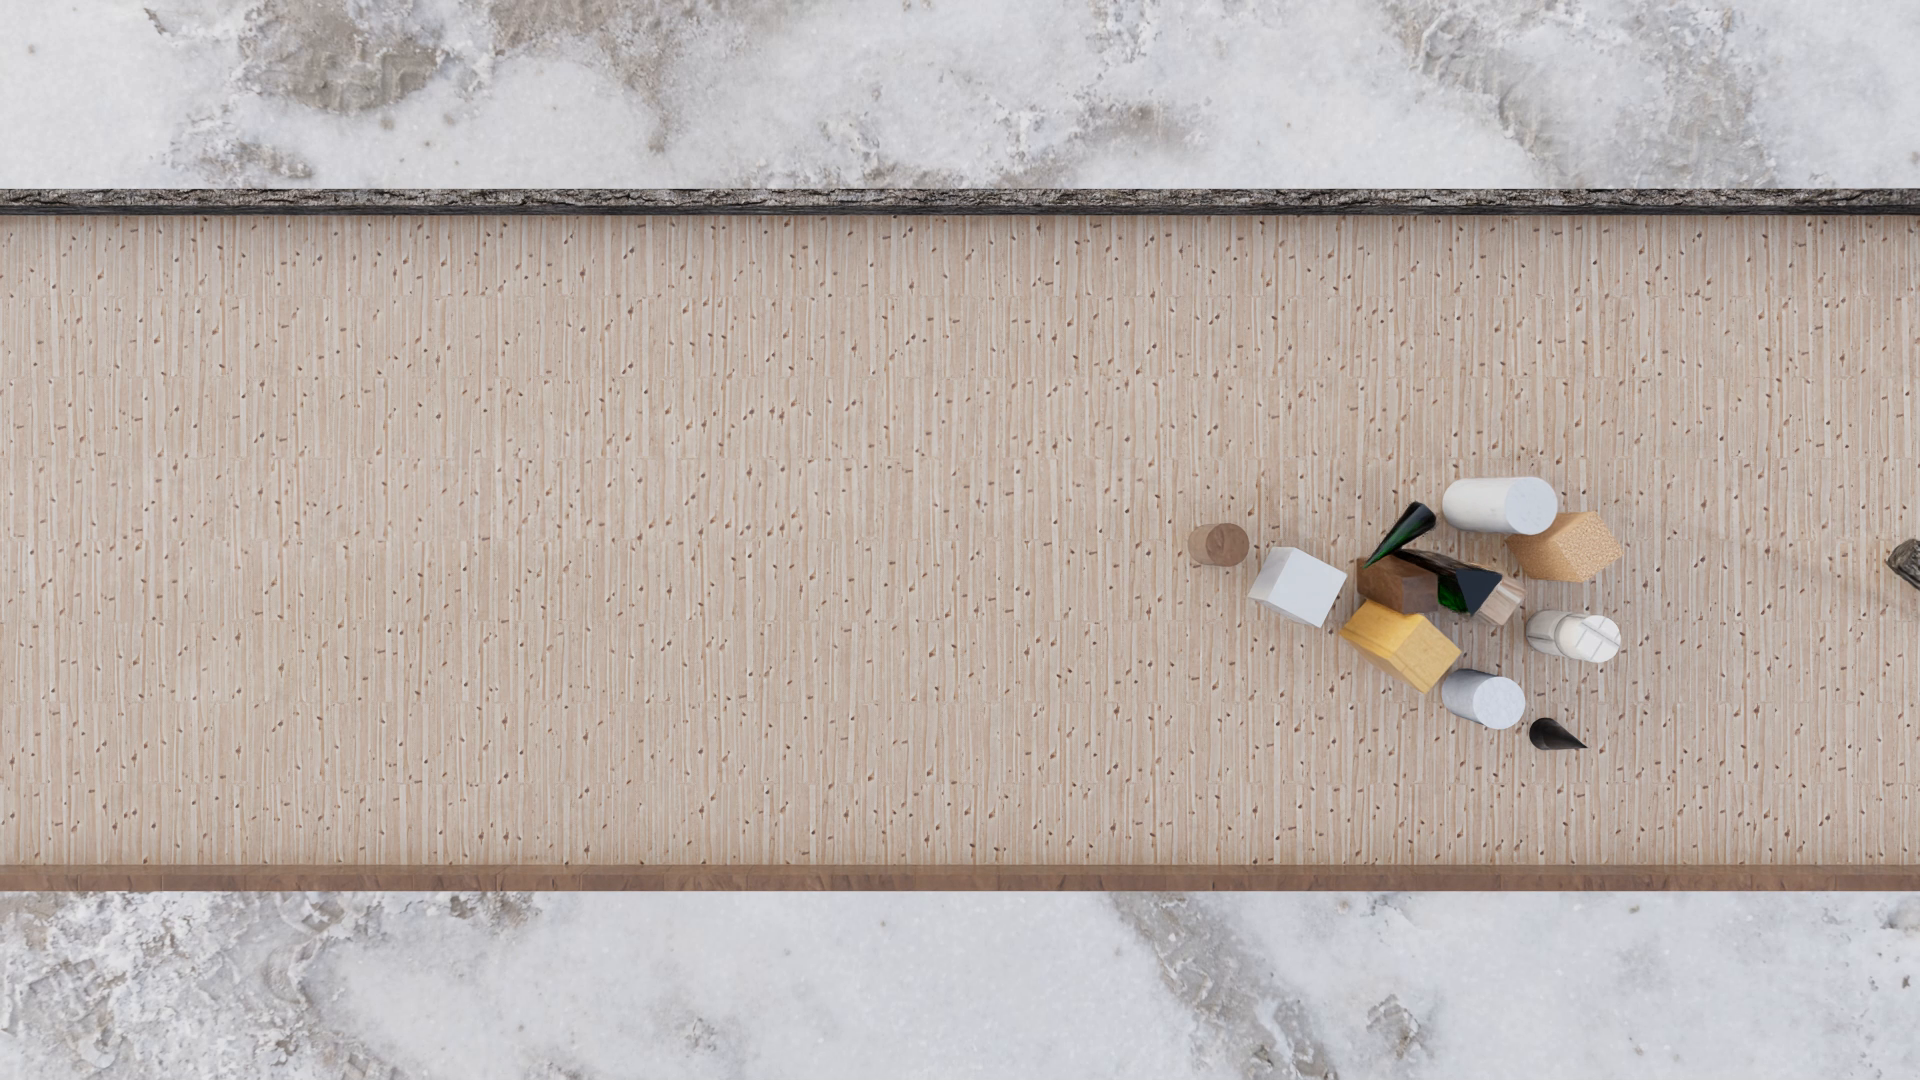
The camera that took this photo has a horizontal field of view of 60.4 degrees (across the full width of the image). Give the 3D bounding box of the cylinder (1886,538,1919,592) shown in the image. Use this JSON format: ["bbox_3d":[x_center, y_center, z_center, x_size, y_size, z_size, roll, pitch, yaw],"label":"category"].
[{"bbox_3d":[3.038,0.174,5.020,0.434,0.112,0.112,38,90,0],"label":"cylinder"}]

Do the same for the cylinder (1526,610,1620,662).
[{"bbox_3d":[1.806,0.281,4.876,0.133,0.401,0.133,0,90,0],"label":"cylinder"}]

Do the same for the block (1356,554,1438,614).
[{"bbox_3d":[1.296,0.129,4.900,0.109,0.326,0.109,-5,100,-9],"label":"block"}]

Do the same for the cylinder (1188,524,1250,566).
[{"bbox_3d":[0.763,0.014,4.890,0.125,0.374,0.125,0,90,0],"label":"cylinder"}]

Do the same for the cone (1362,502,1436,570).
[{"bbox_3d":[1.299,0.010,4.969,0.305,0.100,0.100,-38,90,-24],"label":"cone"}]

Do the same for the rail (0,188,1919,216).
[{"bbox_3d":[-2.247,-1.025,5.002,12.000,0.150,0.050,0,90,0],"label":"rail"}]

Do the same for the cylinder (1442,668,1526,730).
[{"bbox_3d":[1.557,0.471,4.920,0.152,0.313,0.152,0,90,0],"label":"cylinder"}]

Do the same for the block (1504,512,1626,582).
[{"bbox_3d":[1.774,0.020,4.862,0.144,0.430,0.144,-35,90,0],"label":"block"}]

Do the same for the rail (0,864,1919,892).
[{"bbox_3d":[-2.247,1.025,5.001,12.000,0.150,0.050,0,90,0],"label":"rail"}]

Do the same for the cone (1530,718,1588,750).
[{"bbox_3d":[1.802,0.597,4.902,0.101,0.348,0.101,0,90,0],"label":"cone"}]

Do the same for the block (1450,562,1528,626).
[{"bbox_3d":[1.539,0.157,4.905,0.126,0.338,0.126,35,90,-2],"label":"block"}]

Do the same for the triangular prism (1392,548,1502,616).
[{"bbox_3d":[1.435,0.094,4.851,0.125,0.444,0.145,-23,101,-5],"label":"triangular prism"}]

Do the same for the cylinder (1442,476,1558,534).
[{"bbox_3d":[1.590,-0.103,4.875,0.164,0.380,0.164,0,92,-10],"label":"cylinder"}]

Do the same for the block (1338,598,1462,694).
[{"bbox_3d":[1.299,0.304,4.889,0.162,0.346,0.162,41,90,-14],"label":"block"}]

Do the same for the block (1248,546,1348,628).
[{"bbox_3d":[1.000,0.137,4.911,0.173,0.331,0.173,27,90,0],"label":"block"}]
